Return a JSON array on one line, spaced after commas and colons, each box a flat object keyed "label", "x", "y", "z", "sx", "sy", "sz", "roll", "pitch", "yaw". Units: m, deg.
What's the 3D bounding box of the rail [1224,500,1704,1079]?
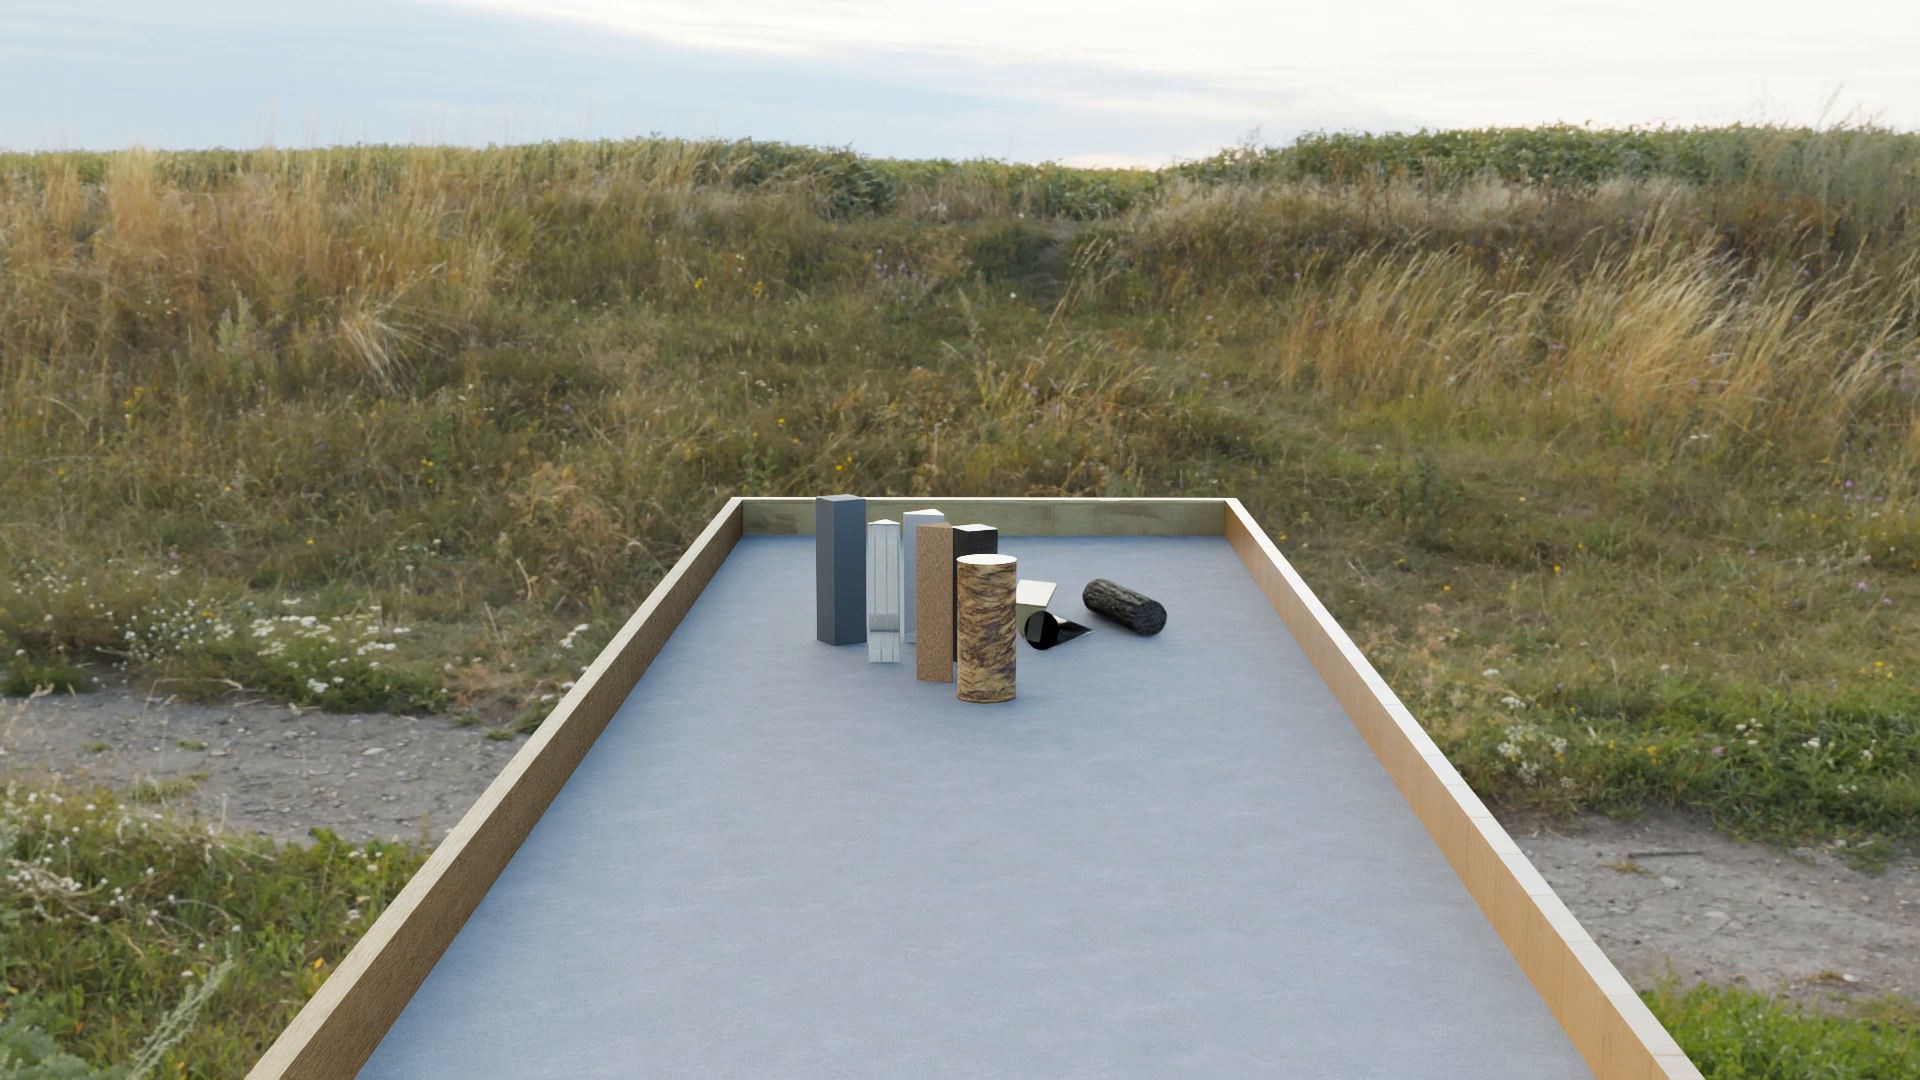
[{"label": "rail", "x": 1.046, "y": 0.843, "z": 3.208, "sx": 0.050, "sy": 0.150, "sz": 12.000, "roll": 0, "pitch": 9, "yaw": 1}]

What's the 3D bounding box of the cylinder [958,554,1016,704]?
[{"label": "cylinder", "x": 0.075, "y": 0.249, "z": 6.182, "sx": 0.167, "sy": 0.394, "sz": 0.167, "roll": 0, "pitch": 9, "yaw": 0}]

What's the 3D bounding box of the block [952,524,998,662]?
[{"label": "block", "x": 0.043, "y": 0.166, "z": 6.650, "sx": 0.103, "sy": 0.411, "sz": 0.103, "roll": -5, "pitch": 10, "yaw": -29}]

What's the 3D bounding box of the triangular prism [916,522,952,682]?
[{"label": "triangular prism", "x": -0.056, "y": 0.180, "z": 6.421, "sx": 0.114, "sy": 0.455, "sz": 0.099, "roll": 4, "pitch": 10, "yaw": 23}]

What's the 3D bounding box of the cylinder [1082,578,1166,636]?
[{"label": "cylinder", "x": 0.539, "y": 0.220, "z": 7.248, "sx": 0.116, "sy": 0.116, "sz": 0.424, "roll": -3, "pitch": 10, "yaw": -19}]

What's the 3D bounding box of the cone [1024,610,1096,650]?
[{"label": "cone", "x": 0.348, "y": 0.288, "z": 6.997, "sx": 0.123, "sy": 0.123, "sz": 0.358, "roll": 6, "pitch": 1, "yaw": 32}]

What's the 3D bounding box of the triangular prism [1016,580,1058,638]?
[{"label": "triangular prism", "x": 0.221, "y": 0.200, "z": 7.217, "sx": 0.110, "sy": 0.127, "sz": 0.414, "roll": 36, "pitch": 12, "yaw": 1}]

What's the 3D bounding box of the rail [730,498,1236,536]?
[{"label": "rail", "x": 0.099, "y": -0.098, "z": 9.147, "sx": 2.100, "sy": 0.150, "sz": 0.050, "roll": 0, "pitch": 9, "yaw": 1}]

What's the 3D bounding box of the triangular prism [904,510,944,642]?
[{"label": "triangular prism", "x": -0.099, "y": 0.114, "z": 6.977, "sx": 0.132, "sy": 0.412, "sz": 0.114, "roll": 3, "pitch": 9, "yaw": 16}]

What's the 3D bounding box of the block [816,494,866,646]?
[{"label": "block", "x": -0.375, "y": 0.094, "z": 6.947, "sx": 0.116, "sy": 0.460, "sz": 0.116, "roll": -6, "pitch": 11, "yaw": -32}]

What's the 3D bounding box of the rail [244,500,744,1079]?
[{"label": "rail", "x": -1.004, "y": 0.839, "z": 3.234, "sx": 0.050, "sy": 0.150, "sz": 12.000, "roll": 0, "pitch": 9, "yaw": 1}]

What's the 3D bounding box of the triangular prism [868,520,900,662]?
[{"label": "triangular prism", "x": -0.228, "y": 0.154, "z": 6.683, "sx": 0.093, "sy": 0.424, "sz": 0.081, "roll": 0, "pitch": 9, "yaw": 2}]
